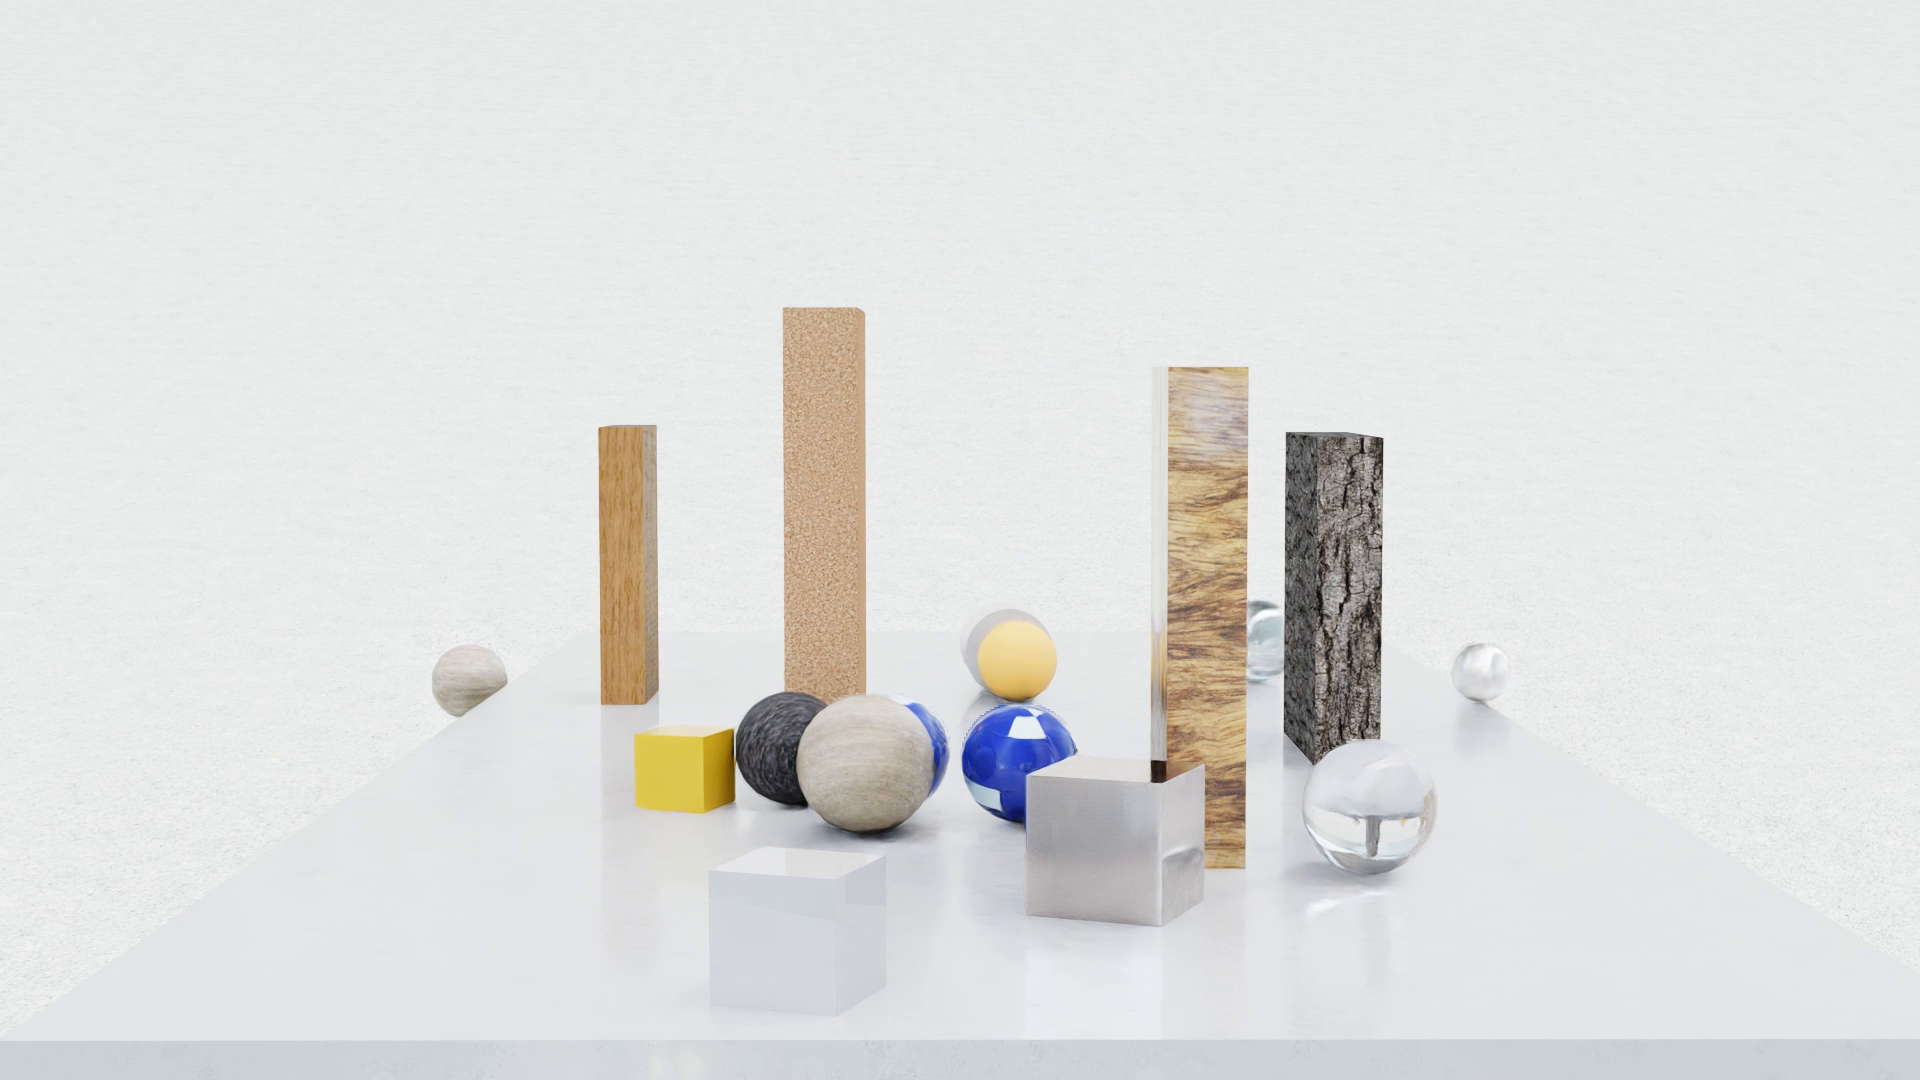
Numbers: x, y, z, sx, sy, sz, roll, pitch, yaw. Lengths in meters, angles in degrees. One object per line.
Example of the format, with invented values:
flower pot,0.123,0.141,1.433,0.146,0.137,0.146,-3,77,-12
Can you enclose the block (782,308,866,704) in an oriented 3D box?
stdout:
block,-0.217,0.007,4.171,0.115,0.758,0.365,0,4,0

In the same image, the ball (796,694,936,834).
ball,-0.134,0.319,3.655,0.198,0.198,0.198,0,20,0

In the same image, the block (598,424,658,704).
block,-0.669,0.045,5.192,0.088,0.550,0.240,0,4,0

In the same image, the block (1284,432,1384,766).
block,0.648,0.091,4.483,0.110,0.549,0.412,0,4,0

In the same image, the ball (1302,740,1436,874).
ball,0.537,0.351,3.371,0.176,0.176,0.176,0,20,0

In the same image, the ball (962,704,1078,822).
ball,0.088,0.327,3.763,0.173,0.173,0.173,0,20,0

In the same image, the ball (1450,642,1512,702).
ball,1.039,0.265,5.117,0.119,0.119,0.119,0,20,0

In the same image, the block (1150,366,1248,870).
block,0.326,0.096,3.524,0.106,0.665,0.279,0,4,0

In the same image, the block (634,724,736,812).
block,-0.418,0.347,3.907,0.114,0.114,0.114,1,4,19

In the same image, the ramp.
ramp,0.046,0.413,4.536,2.000,0.100,4.000,0,4,0

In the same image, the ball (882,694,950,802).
ball,-0.104,0.320,3.840,0.177,0.177,0.177,0,20,0

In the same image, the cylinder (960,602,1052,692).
cylinder,0.094,0.223,5.308,0.179,0.179,0.179,-1,4,-4

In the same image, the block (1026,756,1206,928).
block,0.193,0.367,3.155,0.172,0.172,0.172,2,4,22

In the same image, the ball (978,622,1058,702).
ball,0.115,0.243,5.141,0.160,0.160,0.160,0,20,0

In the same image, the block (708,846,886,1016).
block,-0.170,0.411,2.712,0.142,0.142,0.142,1,4,20

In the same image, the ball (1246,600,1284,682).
ball,0.633,0.214,5.469,0.175,0.175,0.175,0,20,0

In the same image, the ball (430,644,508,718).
ball,-1.059,0.306,5.543,0.164,0.164,0.164,0,20,0

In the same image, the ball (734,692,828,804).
ball,-0.258,0.317,3.922,0.172,0.172,0.172,0,20,0
